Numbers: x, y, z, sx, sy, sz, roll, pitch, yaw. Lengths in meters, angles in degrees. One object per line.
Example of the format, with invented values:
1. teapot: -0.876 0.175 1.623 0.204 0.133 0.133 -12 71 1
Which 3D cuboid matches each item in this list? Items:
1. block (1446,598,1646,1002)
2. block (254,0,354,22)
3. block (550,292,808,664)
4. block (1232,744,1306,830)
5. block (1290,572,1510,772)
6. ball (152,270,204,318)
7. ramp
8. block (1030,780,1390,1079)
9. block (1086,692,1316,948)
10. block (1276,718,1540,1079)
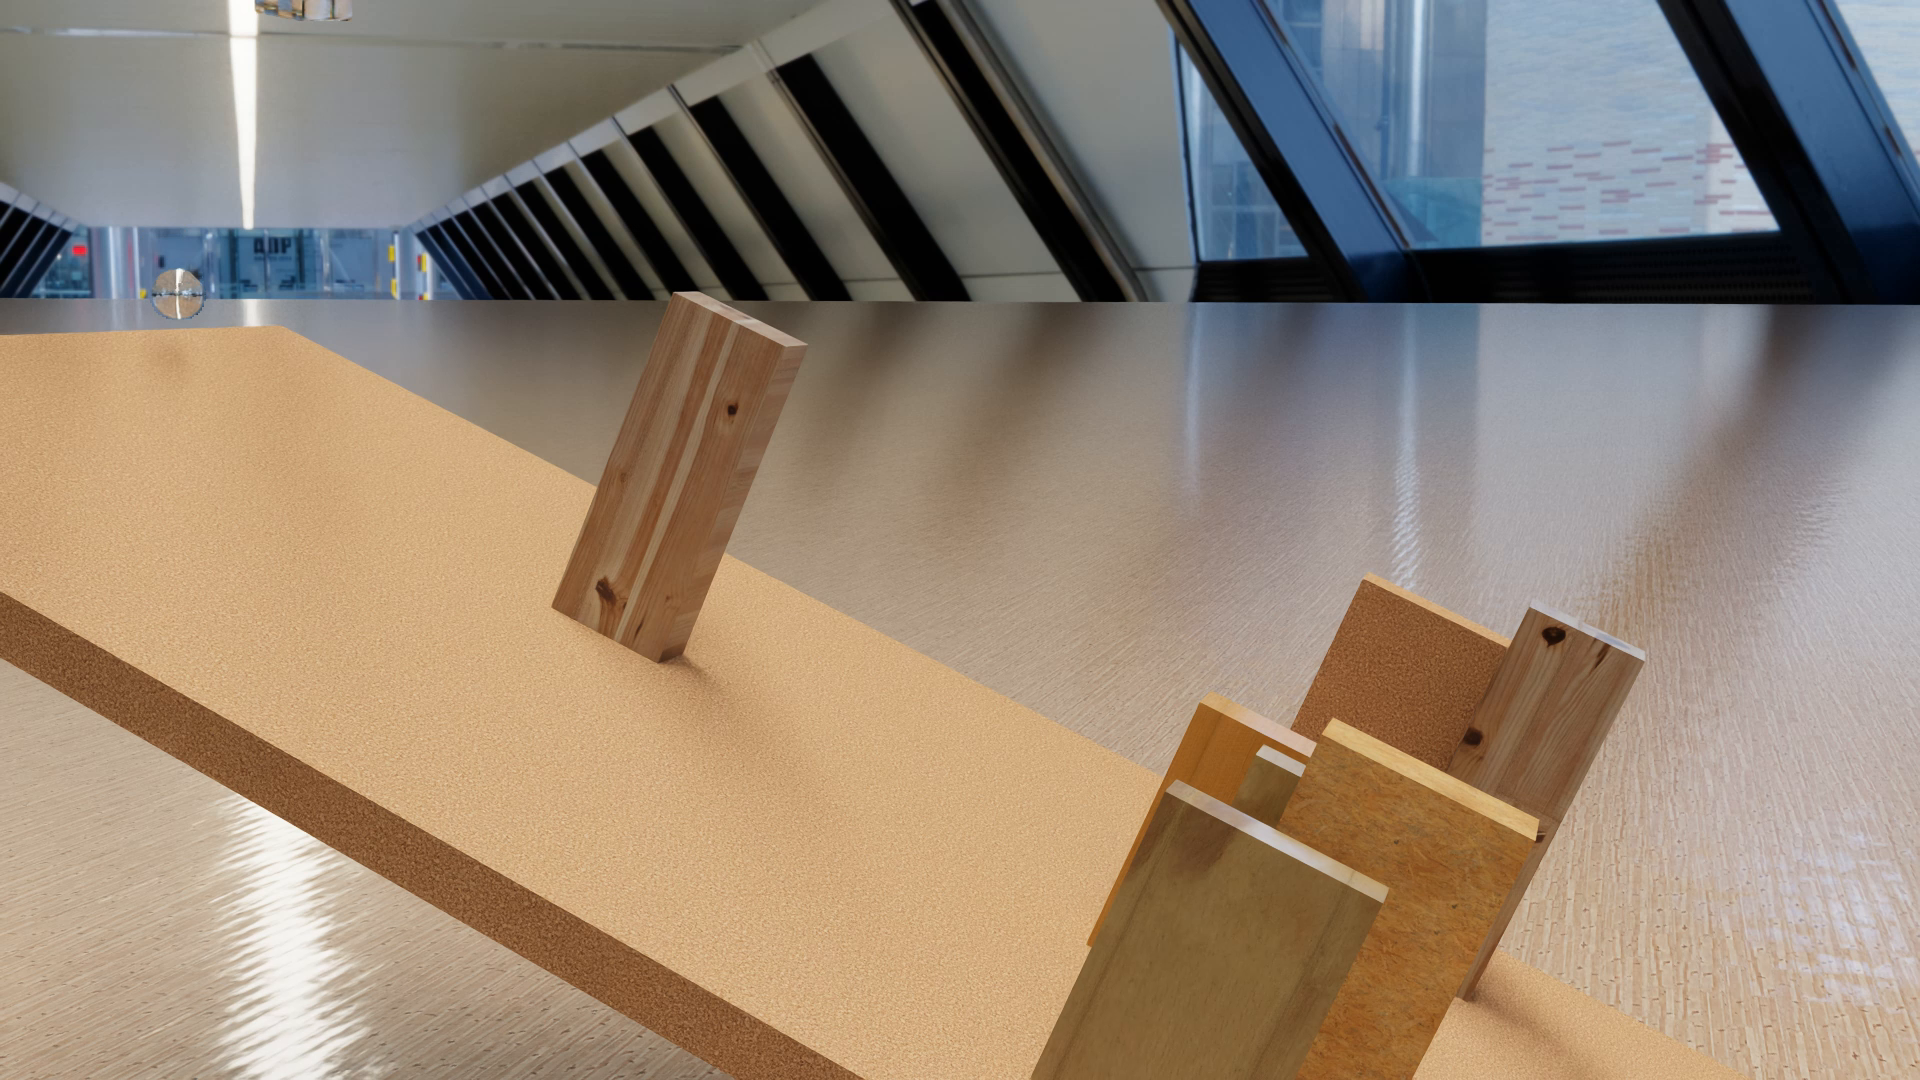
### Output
1. block: 1.086 0.524 4.422 0.240 0.780 0.120 26 13 13
2. block: -1.376 -1.171 4.613 0.142 0.142 0.142 16 20 26
3. block: -0.559 -0.124 4.366 0.254 0.688 0.122 26 13 13
4. block: 0.529 0.642 3.585 0.329 0.518 0.080 26 13 13
5. block: 0.898 0.435 4.759 0.342 0.639 0.107 26 13 13
6. ball: -1.734 -0.545 4.876 0.109 0.109 0.109 0 7 0
7. ramp: -0.281 0.485 4.180 4.000 0.100 2.000 26 13 13
8. block: 0.343 0.661 3.154 0.335 0.536 0.080 26 13 13
9. block: 0.488 0.569 3.862 0.351 0.491 0.110 26 13 13
10. block: 0.609 0.646 3.476 0.353 0.623 0.134 26 13 13
